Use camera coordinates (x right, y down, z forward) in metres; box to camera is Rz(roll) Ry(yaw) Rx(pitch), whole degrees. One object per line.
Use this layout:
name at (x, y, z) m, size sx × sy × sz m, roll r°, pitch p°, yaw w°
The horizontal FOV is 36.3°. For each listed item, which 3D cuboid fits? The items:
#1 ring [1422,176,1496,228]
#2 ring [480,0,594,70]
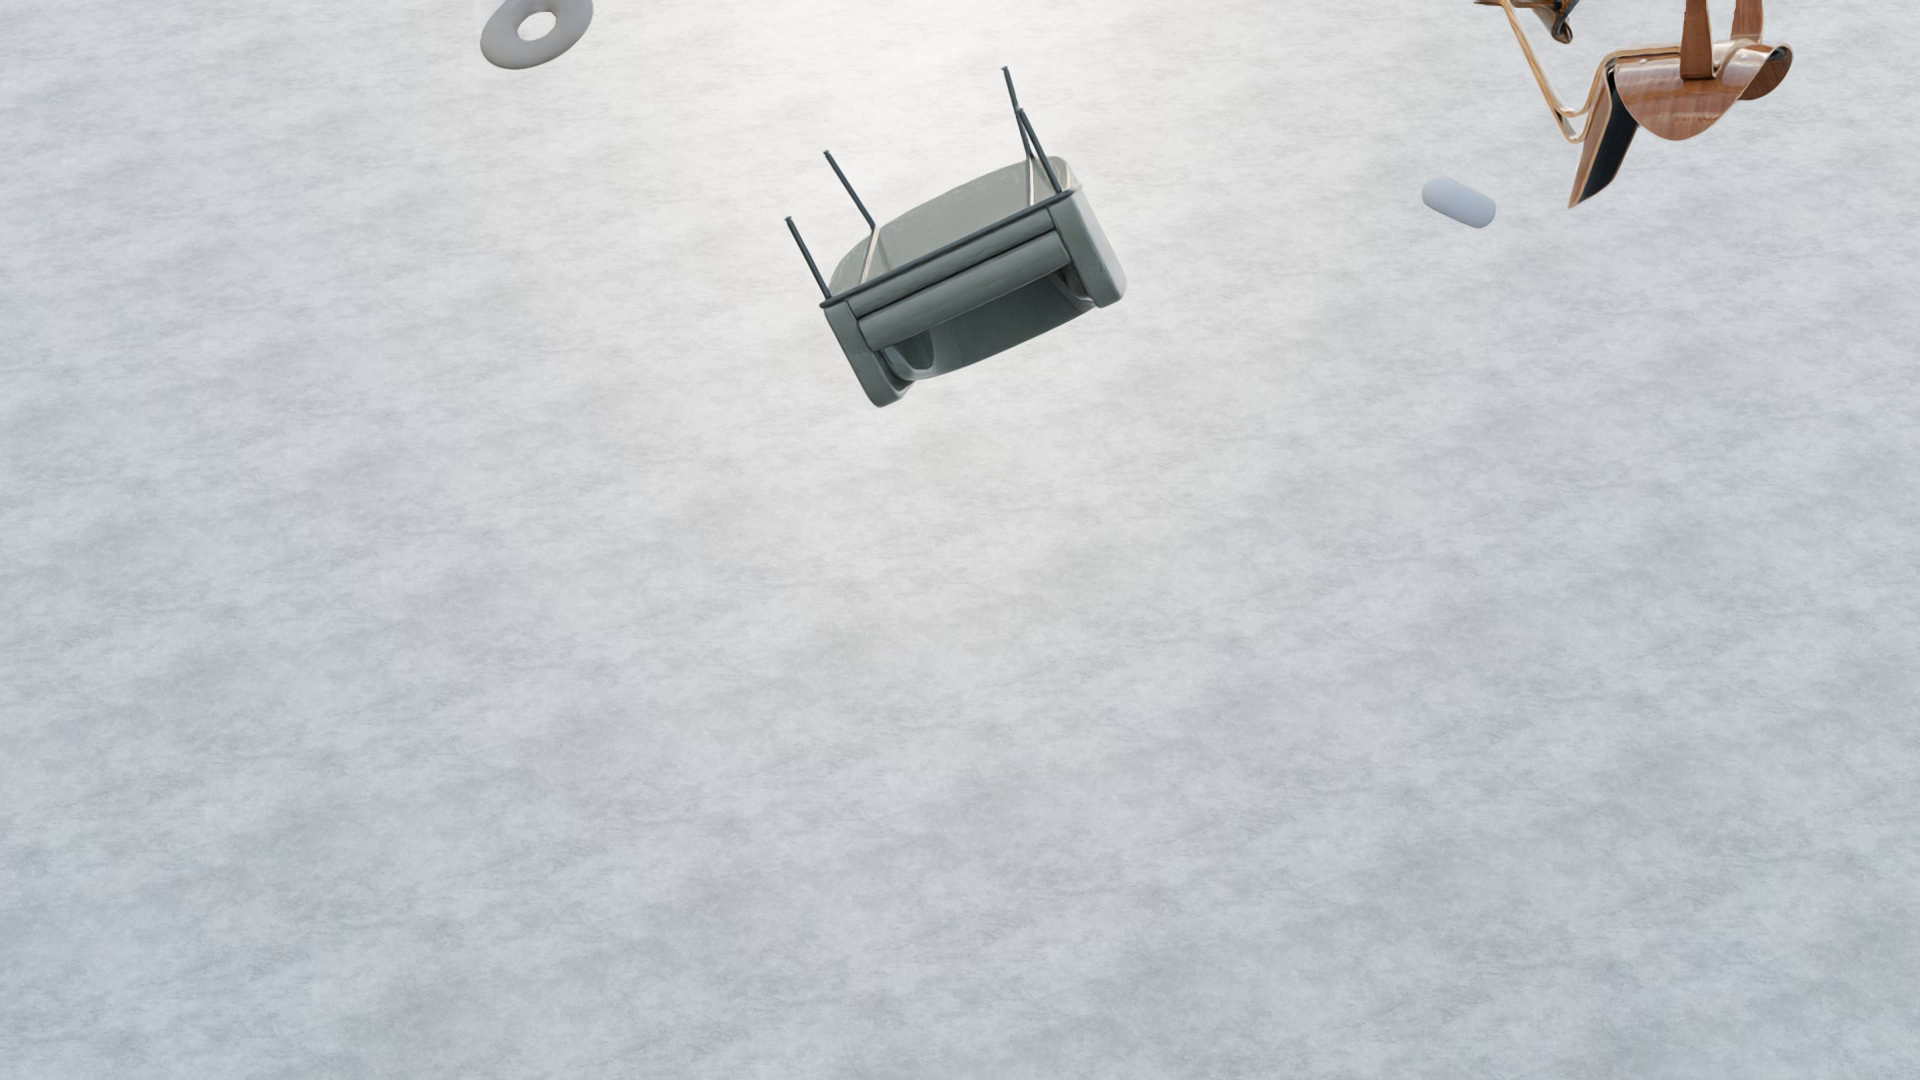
ring at (1.478, -1.000, 8.678) m, size 0.288 × 0.098 × 0.110 m, roll 17°, pitch 17°, yaw -35°
ring at (-1.204, -1.464, 8.347) m, size 0.352 × 0.060 × 0.218 m, roll -32°, pitch 84°, yaw -10°
